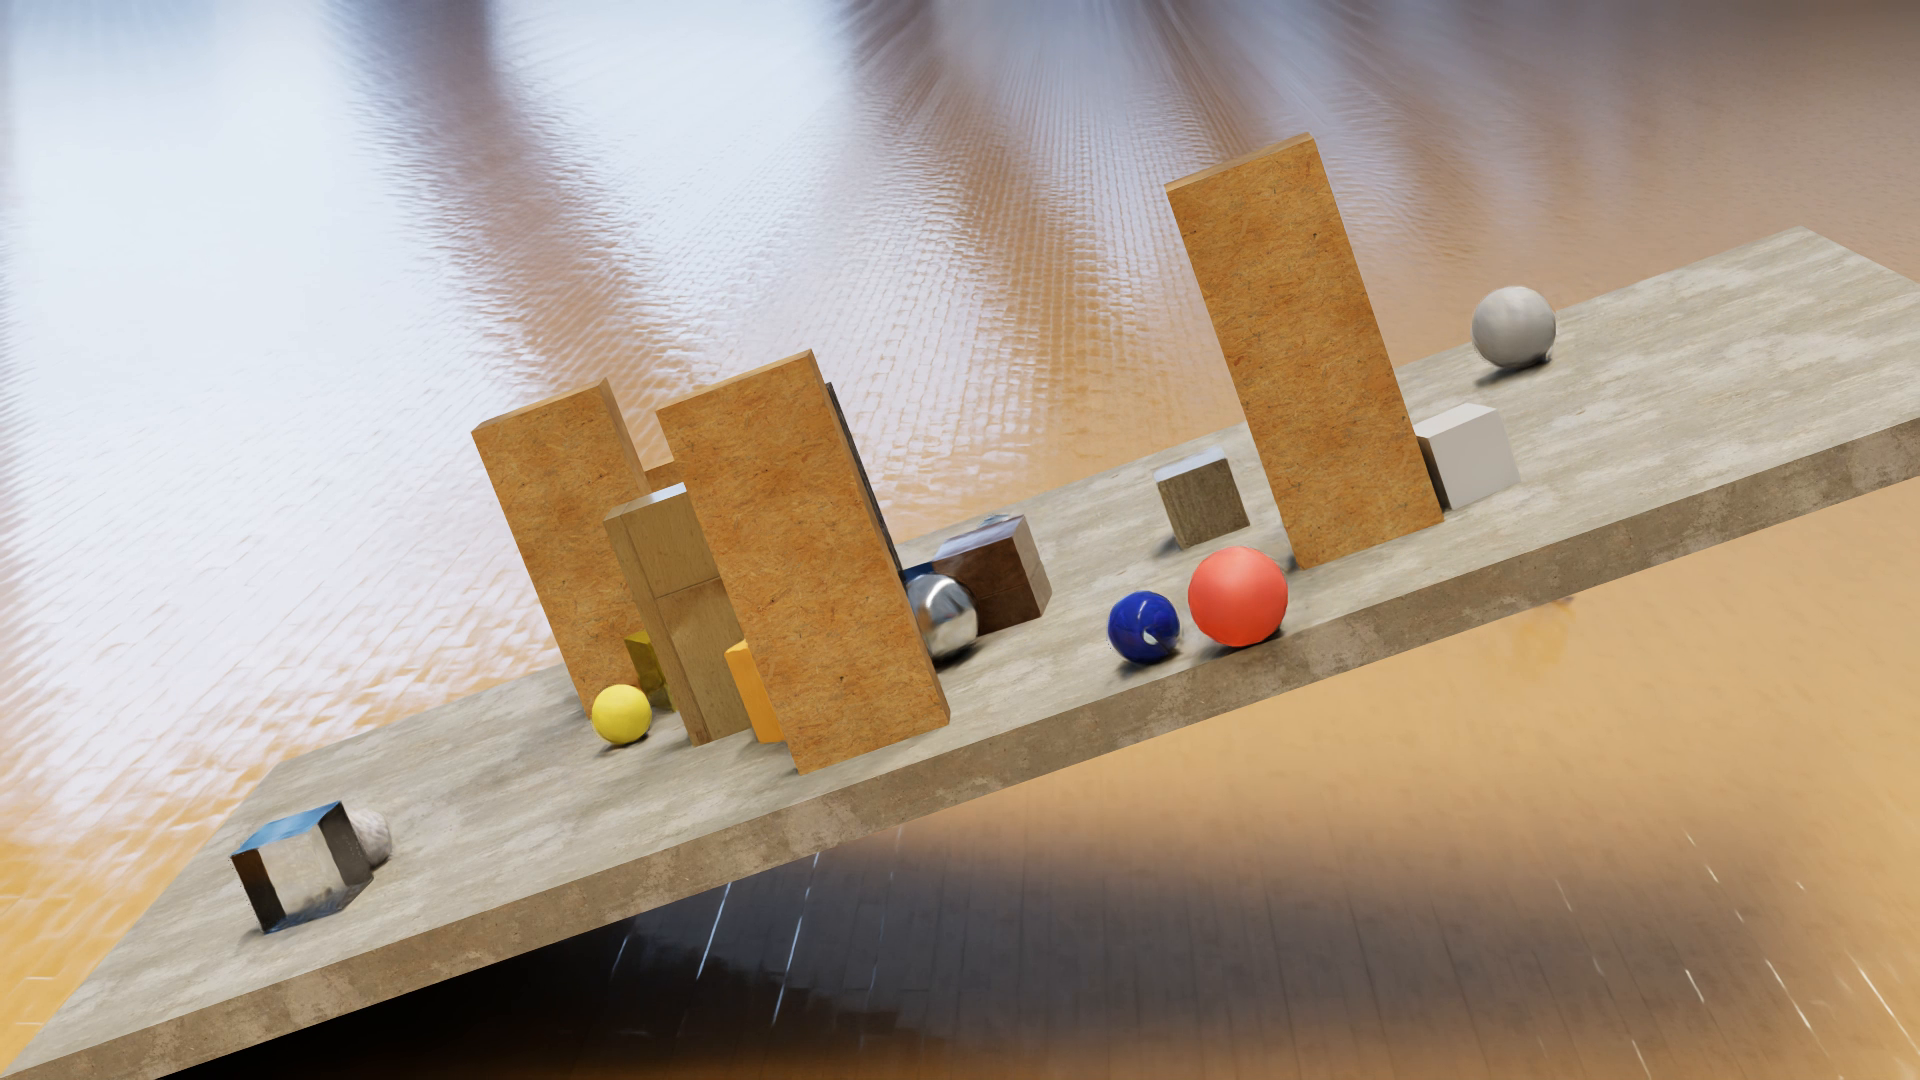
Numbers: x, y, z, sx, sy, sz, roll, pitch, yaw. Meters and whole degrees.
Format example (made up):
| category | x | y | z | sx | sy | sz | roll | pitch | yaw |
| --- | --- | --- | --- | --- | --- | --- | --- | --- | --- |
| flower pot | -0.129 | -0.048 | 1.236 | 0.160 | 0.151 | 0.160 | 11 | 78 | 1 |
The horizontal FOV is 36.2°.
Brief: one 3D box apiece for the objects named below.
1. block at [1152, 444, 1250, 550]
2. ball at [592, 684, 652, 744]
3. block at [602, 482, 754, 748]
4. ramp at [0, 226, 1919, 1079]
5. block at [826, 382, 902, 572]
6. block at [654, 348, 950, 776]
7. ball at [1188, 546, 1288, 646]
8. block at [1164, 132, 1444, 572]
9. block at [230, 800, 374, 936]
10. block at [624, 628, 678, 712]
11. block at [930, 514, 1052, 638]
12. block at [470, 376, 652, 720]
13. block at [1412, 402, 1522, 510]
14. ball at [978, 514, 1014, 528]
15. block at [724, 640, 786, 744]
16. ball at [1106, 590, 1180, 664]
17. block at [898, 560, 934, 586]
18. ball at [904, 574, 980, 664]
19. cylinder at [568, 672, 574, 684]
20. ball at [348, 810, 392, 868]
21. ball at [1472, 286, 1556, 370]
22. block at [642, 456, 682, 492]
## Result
| category | x | y | z | sx | sy | sz | roll | pitch | yaw |
| --- | --- | --- | --- | --- | --- | --- | --- | --- | --- |
| block | 0.506 | -0.090 | 6.207 | 0.154 | 0.154 | 0.154 | -20 | 11 | 3 |
| ball | -0.723 | 0.372 | 6.287 | 0.128 | 0.128 | 0.128 | 0 | 13 | 0 |
| block | -0.505 | 0.135 | 6.043 | 0.274 | 0.507 | 0.133 | -19 | 11 | 6 |
| ramp | 0.116 | 0.177 | 6.297 | 4.000 | 0.100 | 2.000 | -19 | 11 | 6 |
| block | -0.347 | -0.094 | 6.897 | 0.271 | 0.482 | 0.106 | -19 | 11 | 6 |
| block | -0.288 | 0.045 | 5.484 | 0.300 | 0.742 | 0.086 | -19 | 11 | 6 |
| ball | 0.498 | 0.101 | 5.265 | 0.179 | 0.179 | 0.179 | 0 | 13 | 0 |
| block | 0.657 | -0.358 | 5.614 | 0.290 | 0.773 | 0.142 | -19 | 11 | 6 |
| block | -1.315 | 0.655 | 5.888 | 0.176 | 0.176 | 0.176 | -18 | 12 | 15 |
| block | -0.616 | 0.265 | 6.503 | 0.165 | 0.165 | 0.165 | -25 | 12 | -22 |
| block | 0.068 | 0.079 | 6.127 | 0.180 | 0.180 | 0.180 | -18 | 12 | 14 |
| block | -0.818 | 0.020 | 6.631 | 0.305 | 0.704 | 0.123 | -19 | 11 | 6 |
| block | 0.974 | -0.164 | 5.732 | 0.151 | 0.151 | 0.151 | -23 | 11 | -9 |
| ball | 0.094 | 0.006 | 6.557 | 0.126 | 0.126 | 0.126 | 0 | 13 | 0 |
| block | -0.302 | 0.264 | 5.861 | 0.201 | 0.201 | 0.201 | -11 | 15 | 41 |
| ball | 0.336 | 0.160 | 5.393 | 0.134 | 0.134 | 0.134 | 0 | 13 | 0 |
| block | -0.086 | 0.148 | 6.142 | 0.154 | 0.154 | 0.154 | -18 | 12 | 14 |
| ball | -0.051 | 0.159 | 5.957 | 0.183 | 0.183 | 0.183 | 0 | 13 | 0 |
| cylinder | -0.852 | 0.290 | 6.935 | 0.114 | 0.114 | 0.114 | -18 | 8 | 15 |
| ball | -1.231 | 0.616 | 6.062 | 0.122 | 0.122 | 0.122 | 0 | 13 | 0 |
| ball | 1.247 | -0.477 | 6.621 | 0.188 | 0.188 | 0.188 | 0 | 13 | 0 |
| block | -0.673 | 0.012 | 7.142 | 0.288 | 0.416 | 0.097 | -19 | 11 | 6 |
